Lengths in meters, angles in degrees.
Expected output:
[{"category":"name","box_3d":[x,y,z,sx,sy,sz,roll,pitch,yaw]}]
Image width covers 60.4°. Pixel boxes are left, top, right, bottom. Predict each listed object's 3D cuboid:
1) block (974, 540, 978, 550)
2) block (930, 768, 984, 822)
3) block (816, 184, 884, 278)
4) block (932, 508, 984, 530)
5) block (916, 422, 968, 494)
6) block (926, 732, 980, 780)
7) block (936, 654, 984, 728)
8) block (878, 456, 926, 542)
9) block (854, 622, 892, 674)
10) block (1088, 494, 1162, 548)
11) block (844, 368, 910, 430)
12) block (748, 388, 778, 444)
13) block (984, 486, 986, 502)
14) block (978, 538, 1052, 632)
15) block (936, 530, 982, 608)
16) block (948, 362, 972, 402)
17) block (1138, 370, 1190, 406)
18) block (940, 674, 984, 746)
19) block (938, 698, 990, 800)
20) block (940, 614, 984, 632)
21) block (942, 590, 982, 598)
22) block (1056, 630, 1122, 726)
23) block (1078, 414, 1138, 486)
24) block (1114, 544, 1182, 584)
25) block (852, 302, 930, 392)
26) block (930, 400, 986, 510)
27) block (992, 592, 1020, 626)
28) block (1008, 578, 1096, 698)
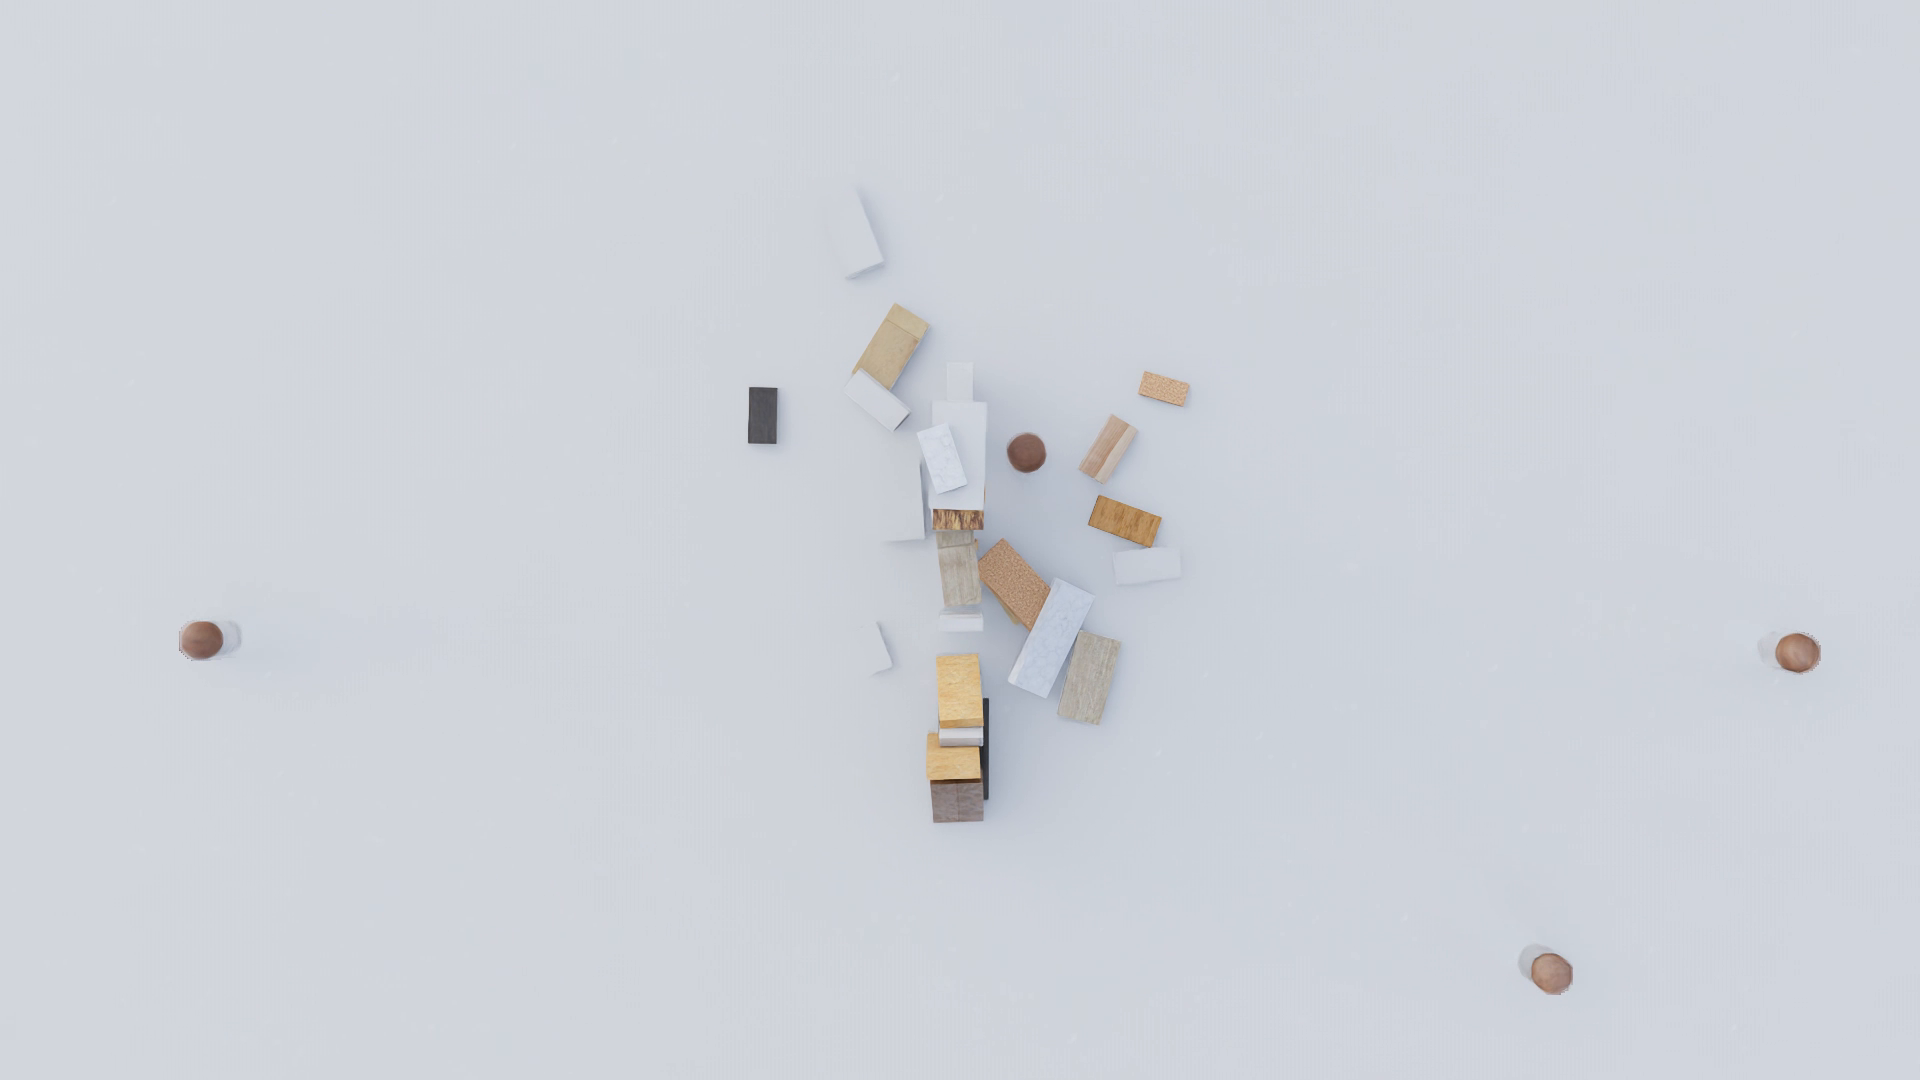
[{"category":"block","box_3d":[-0.002,0.014,5.379,0.121,0.241,0.034,0,90,0]},{"category":"block","box_3d":[-0.008,0.831,5.344,0.167,0.334,0.047,-2,59,0]},{"category":"block","box_3d":[-0.367,-1.026,5.481,0.137,0.039,0.274,-21,90,0]},{"category":"block","box_3d":[-0.004,-0.191,5.160,0.159,0.045,0.318,0,90,0]},{"category":"block","box_3d":[-0.051,-0.235,4.766,0.094,0.027,0.187,-18,90,0]},{"category":"block","box_3d":[-0.022,0.689,5.284,0.167,0.334,0.047,-2,101,0]},{"category":"block","box_3d":[-0.002,0.492,5.383,0.140,0.280,0.040,-4,133,0]},{"category":"block","box_3d":[-0.195,-0.137,5.481,0.137,0.039,0.274,-4,90,0]},{"category":"block","box_3d":[-0.288,0.360,5.489,0.078,0.022,0.156,-21,90,0]},{"category":"block","box_3d":[0.548,-0.062,5.485,0.222,0.030,0.107,20,90,0]},{"category":"block","box_3d":[-0.276,-0.464,5.461,0.215,0.027,0.094,40,114,-4]},{"category":"block","box_3d":[-0.655,-0.413,5.487,0.094,0.027,0.187,1,90,0]},{"category":"block","box_3d":[-0.003,-0.135,4.981,0.157,0.313,0.044,0,90,0]},{"category":"block","box_3d":[0.187,0.149,5.457,0.144,0.041,0.289,-44,92,-12]},{"category":"block","box_3d":[-0.004,0.087,5.242,0.121,0.034,0.241,-7,90,0]},{"category":"block","box_3d":[0.000,-0.475,5.163,0.079,0.022,0.158,0,90,0]},{"category":"block","box_3d":[0.678,-0.503,5.489,0.156,0.022,0.078,16,90,0]},{"category":"block","box_3d":[0.004,0.554,5.382,0.140,0.280,0.040,-1,132,0]},{"category":"block","box_3d":[0.012,0.692,5.476,0.167,0.047,0.334,0,90,0]},{"category":"block","box_3d":[0.004,0.268,5.360,0.140,0.280,0.040,-1,90,0]},{"category":"block","box_3d":[0.007,0.171,5.379,0.121,0.241,0.034,5,90,0]},{"category":"block","box_3d":[0.428,0.457,5.480,0.144,0.041,0.289,15,90,0]},{"category":"block","box_3d":[0.491,-0.301,5.485,0.107,0.030,0.213,31,90,0]},{"category":"block","box_3d":[0.623,0.082,5.485,0.213,0.030,0.107,-7,90,0]},{"category":"block","box_3d":[-0.230,-0.635,5.481,0.137,0.039,0.274,32,90,0]},{"category":"block","box_3d":[-0.006,-0.245,4.802,0.157,0.044,0.313,2,90,0]},{"category":"block","box_3d":[0.172,0.200,5.489,0.078,0.022,0.156,-34,90,0]},{"category":"block","box_3d":[0.302,0.325,5.445,0.144,0.041,0.376,26,90,-32]}]
